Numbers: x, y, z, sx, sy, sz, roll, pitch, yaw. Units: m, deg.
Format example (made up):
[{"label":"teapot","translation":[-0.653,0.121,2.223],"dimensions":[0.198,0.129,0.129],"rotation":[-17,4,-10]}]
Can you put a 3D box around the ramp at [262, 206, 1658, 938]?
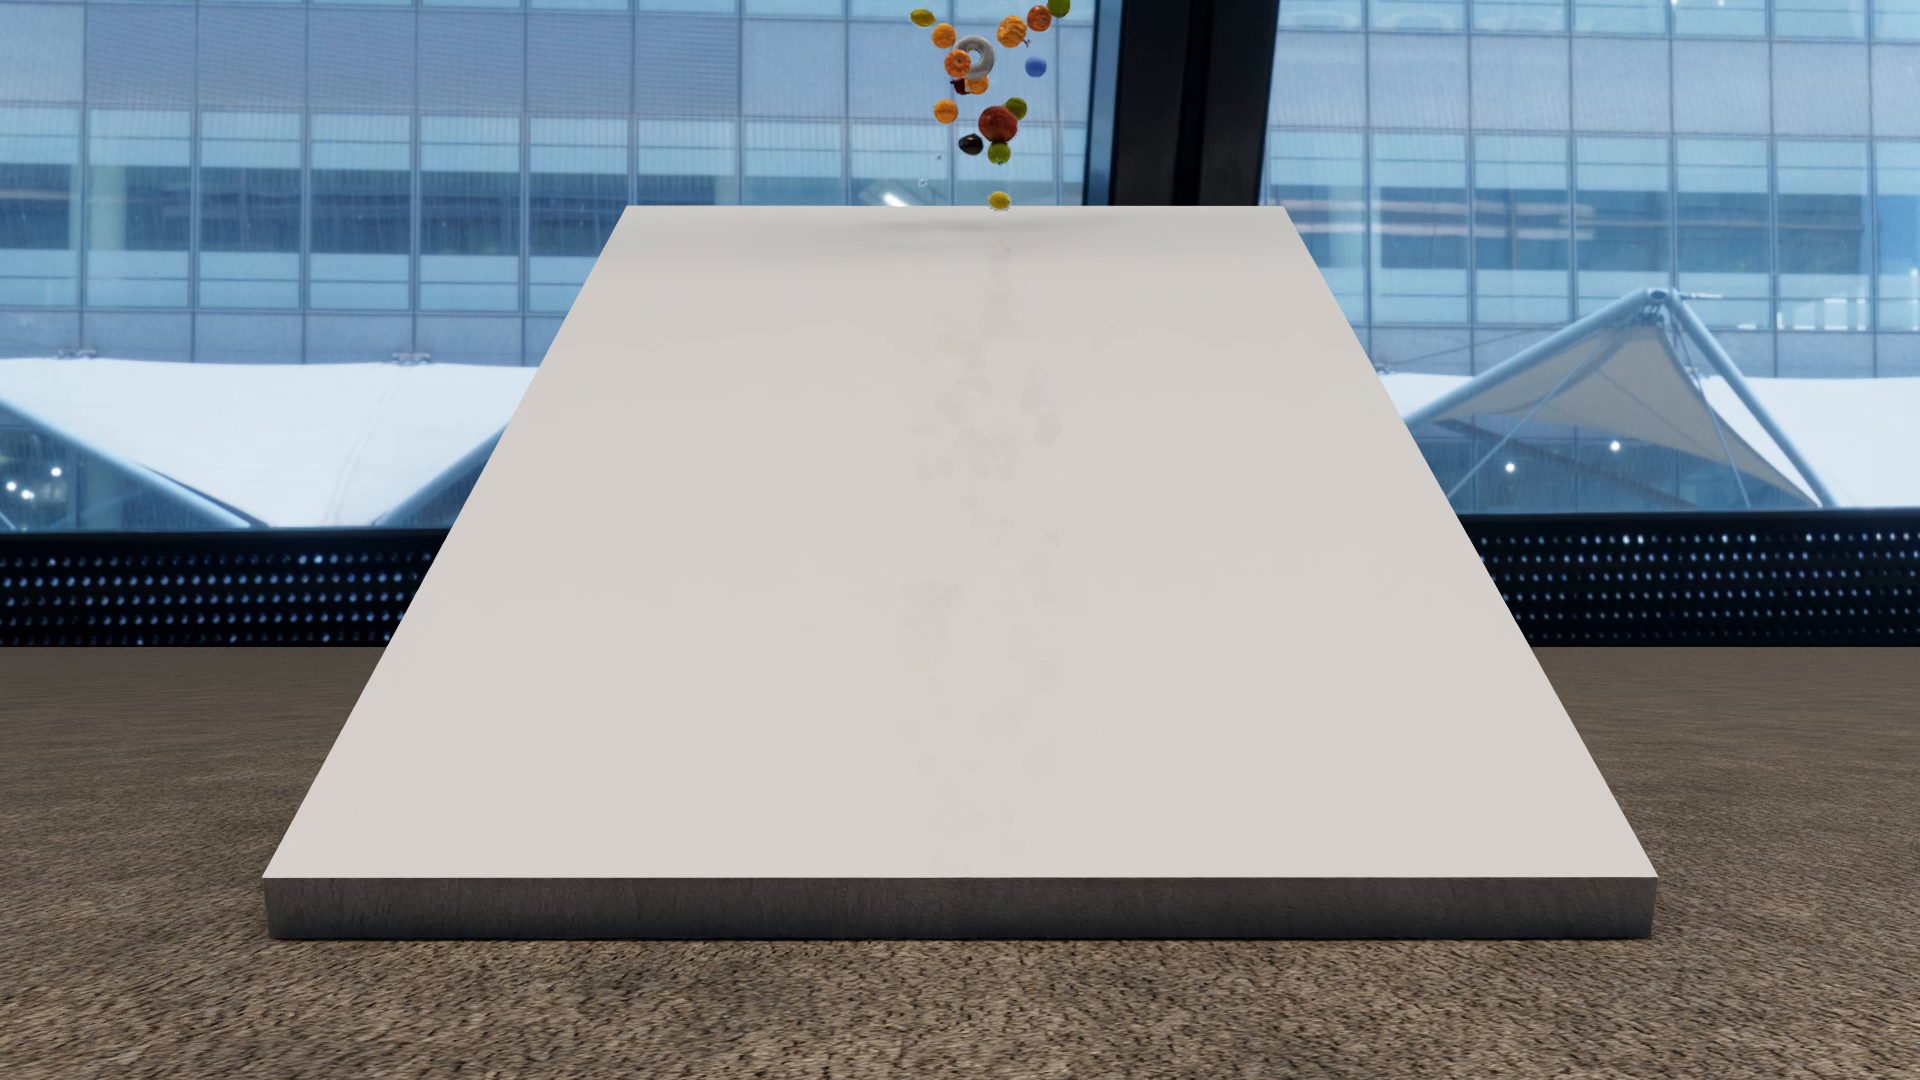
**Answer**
[{"label":"ramp","translation":[-0.007,-0.221,5.162],"dimensions":[2.000,0.100,4.000],"rotation":[0,22,0]}]

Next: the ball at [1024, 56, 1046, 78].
[{"label":"ball","translation":[0.216,-1.350,6.546],"dimensions":[0.062,0.062,0.062],"rotation":[0,-3,0]}]
